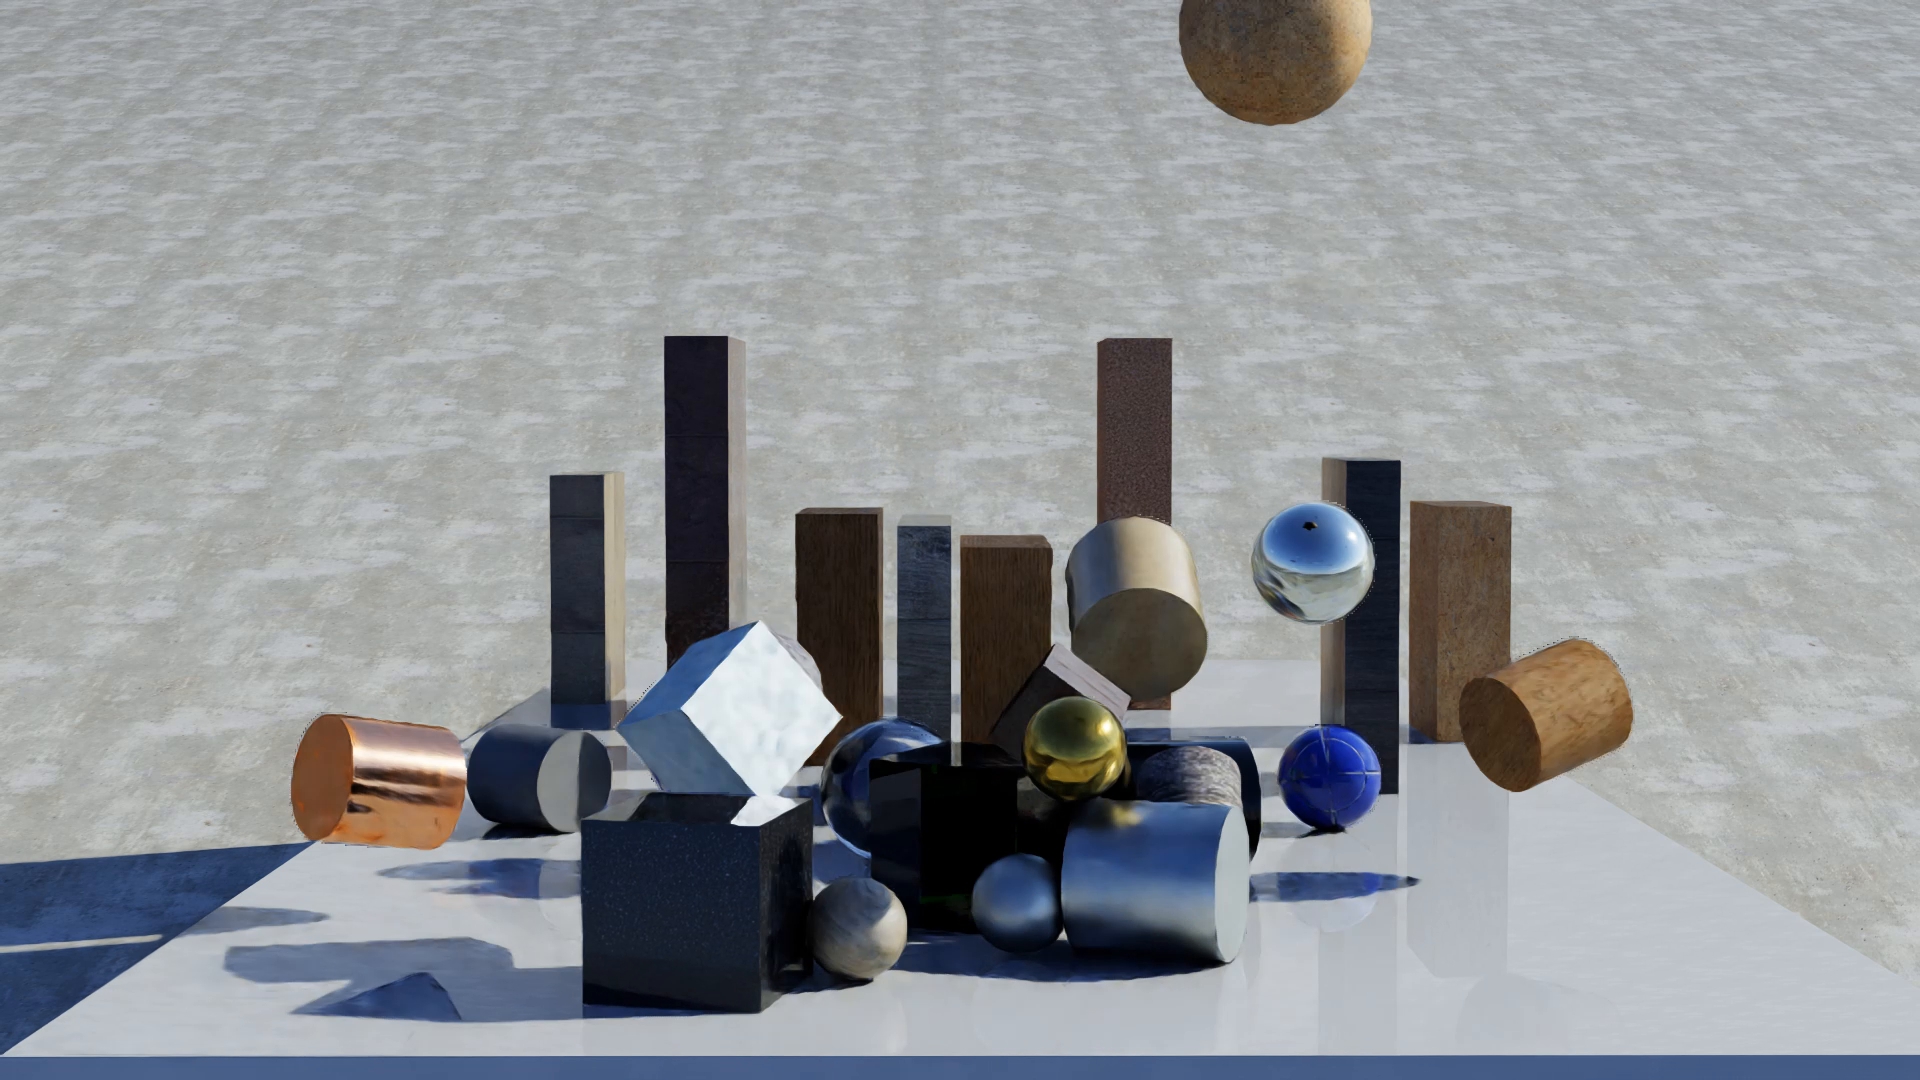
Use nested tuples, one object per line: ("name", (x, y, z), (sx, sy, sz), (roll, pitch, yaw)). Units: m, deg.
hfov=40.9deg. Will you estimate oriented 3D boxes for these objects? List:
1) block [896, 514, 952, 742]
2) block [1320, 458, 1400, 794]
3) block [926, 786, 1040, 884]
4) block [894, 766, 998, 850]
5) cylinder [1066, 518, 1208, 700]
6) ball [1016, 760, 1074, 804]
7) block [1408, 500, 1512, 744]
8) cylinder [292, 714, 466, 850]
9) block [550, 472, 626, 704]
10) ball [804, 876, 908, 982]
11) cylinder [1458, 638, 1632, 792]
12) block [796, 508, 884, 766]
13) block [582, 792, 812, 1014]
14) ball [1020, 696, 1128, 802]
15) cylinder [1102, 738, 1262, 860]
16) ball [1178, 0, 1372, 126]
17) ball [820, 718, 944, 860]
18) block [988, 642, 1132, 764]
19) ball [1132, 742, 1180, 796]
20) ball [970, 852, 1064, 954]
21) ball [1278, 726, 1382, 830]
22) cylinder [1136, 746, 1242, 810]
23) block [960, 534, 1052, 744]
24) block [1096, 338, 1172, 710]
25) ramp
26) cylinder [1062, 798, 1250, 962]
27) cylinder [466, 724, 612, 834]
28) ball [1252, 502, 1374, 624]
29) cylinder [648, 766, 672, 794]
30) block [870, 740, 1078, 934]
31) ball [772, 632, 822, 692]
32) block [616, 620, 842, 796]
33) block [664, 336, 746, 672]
("block", (-0.055, 0.197, 4.144), (0.083, 0.458, 0.409), (0, 3, 0))
("block", (0.679, 0.138, 4.376), (0.089, 0.551, 0.283), (0, 3, 0))
("block", (0.031, 0.403, 3.512), (0.110, 0.110, 0.110), (-3, 4, -43))
("block", (-0.019, 0.392, 3.753), (0.107, 0.107, 0.107), (3, 4, 43))
("cylinder", (0.249, 0.097, 3.650), (0.189, 0.189, 0.189), (0, 31, -1))
("ball", (0.163, 0.322, 3.918), (0.159, 0.159, 0.159), (0, 22, 0))
("block", (0.977, 0.154, 5.043), (0.138, 0.451, 0.310), (0, 3, 0))
("cylinder", (-0.726, 0.303, 3.212), (0.157, 0.157, 0.157), (12, 10, -41))
("block", (-0.825, 0.099, 5.716), (0.117, 0.495, 0.340), (0, 3, 0))
("ball", (-0.115, 0.433, 2.866), (0.115, 0.115, 0.115), (0, 22, 0))
("cylinder", (0.789, 0.236, 3.470), (0.162, 0.162, 0.162), (-19, 28, -26))
("block", (-0.219, 0.170, 4.746), (0.146, 0.450, 0.331), (0, 3, 0))
("block", (-0.285, 0.394, 2.825), (0.199, 0.199, 0.199), (1, 3, 13))
("ball", (0.132, 0.243, 2.986), (0.124, 0.124, 0.124), (0, 22, 0))
("cylinder", (0.305, 0.366, 3.570), (0.178, 0.178, 0.178), (-1, 21, -12))
("ball", (0.328, -0.533, 2.677), (0.201, 0.201, 0.201), (0, 22, 0))
("ball", (-0.096, 0.352, 3.611), (0.203, 0.203, 0.203), (0, 22, 0))
("block", (0.122, 0.215, 3.122), (0.115, 0.115, 0.115), (37, 16, 1))
("ball", (0.325, 0.375, 4.034), (0.113, 0.113, 0.113), (0, 22, 0))
("ball", (0.071, 0.422, 2.985), (0.116, 0.116, 0.116), (0, 22, 0))
("ball", (0.560, 0.360, 3.897), (0.157, 0.157, 0.157), (0, 22, 0))
("cylinder", (0.302, 0.367, 3.378), (0.138, 0.138, 0.138), (0, 51, 1))
("block", (0.072, 0.212, 4.186), (0.141, 0.422, 0.392), (0, 3, 0))
("block", (0.377, -0.041, 5.598), (0.139, 0.784, 0.350), (0, 3, 0))
("ramp", (0.050, 0.456, 4.533), (2.000, 0.100, 4.000), (0, 3, 0))
("cylinder", (0.230, 0.394, 2.990), (0.179, 0.179, 0.179), (1, 21, 19))
("cylinder", (-0.640, 0.361, 3.910), (0.154, 0.154, 0.154), (2, 19, 37))
("ball", (0.393, 0.025, 2.864), (0.137, 0.137, 0.137), (0, 22, 0))
("cylinder", (-0.333, 0.320, 3.451), (0.129, 0.129, 0.129), (-13, 45, -29))
("block", (0.027, 0.371, 3.223), (0.204, 0.204, 0.204), (2, 3, 28))
("ball", (-0.276, 0.211, 3.600), (0.168, 0.168, 0.168), (0, 22, 0))
("block", (-0.272, 0.215, 3.024), (0.154, 0.154, 0.154), (-20, 24, 52))
("block", (-0.523, -0.025, 5.328), (0.126, 0.781, 0.431), (0, 3, 0))
